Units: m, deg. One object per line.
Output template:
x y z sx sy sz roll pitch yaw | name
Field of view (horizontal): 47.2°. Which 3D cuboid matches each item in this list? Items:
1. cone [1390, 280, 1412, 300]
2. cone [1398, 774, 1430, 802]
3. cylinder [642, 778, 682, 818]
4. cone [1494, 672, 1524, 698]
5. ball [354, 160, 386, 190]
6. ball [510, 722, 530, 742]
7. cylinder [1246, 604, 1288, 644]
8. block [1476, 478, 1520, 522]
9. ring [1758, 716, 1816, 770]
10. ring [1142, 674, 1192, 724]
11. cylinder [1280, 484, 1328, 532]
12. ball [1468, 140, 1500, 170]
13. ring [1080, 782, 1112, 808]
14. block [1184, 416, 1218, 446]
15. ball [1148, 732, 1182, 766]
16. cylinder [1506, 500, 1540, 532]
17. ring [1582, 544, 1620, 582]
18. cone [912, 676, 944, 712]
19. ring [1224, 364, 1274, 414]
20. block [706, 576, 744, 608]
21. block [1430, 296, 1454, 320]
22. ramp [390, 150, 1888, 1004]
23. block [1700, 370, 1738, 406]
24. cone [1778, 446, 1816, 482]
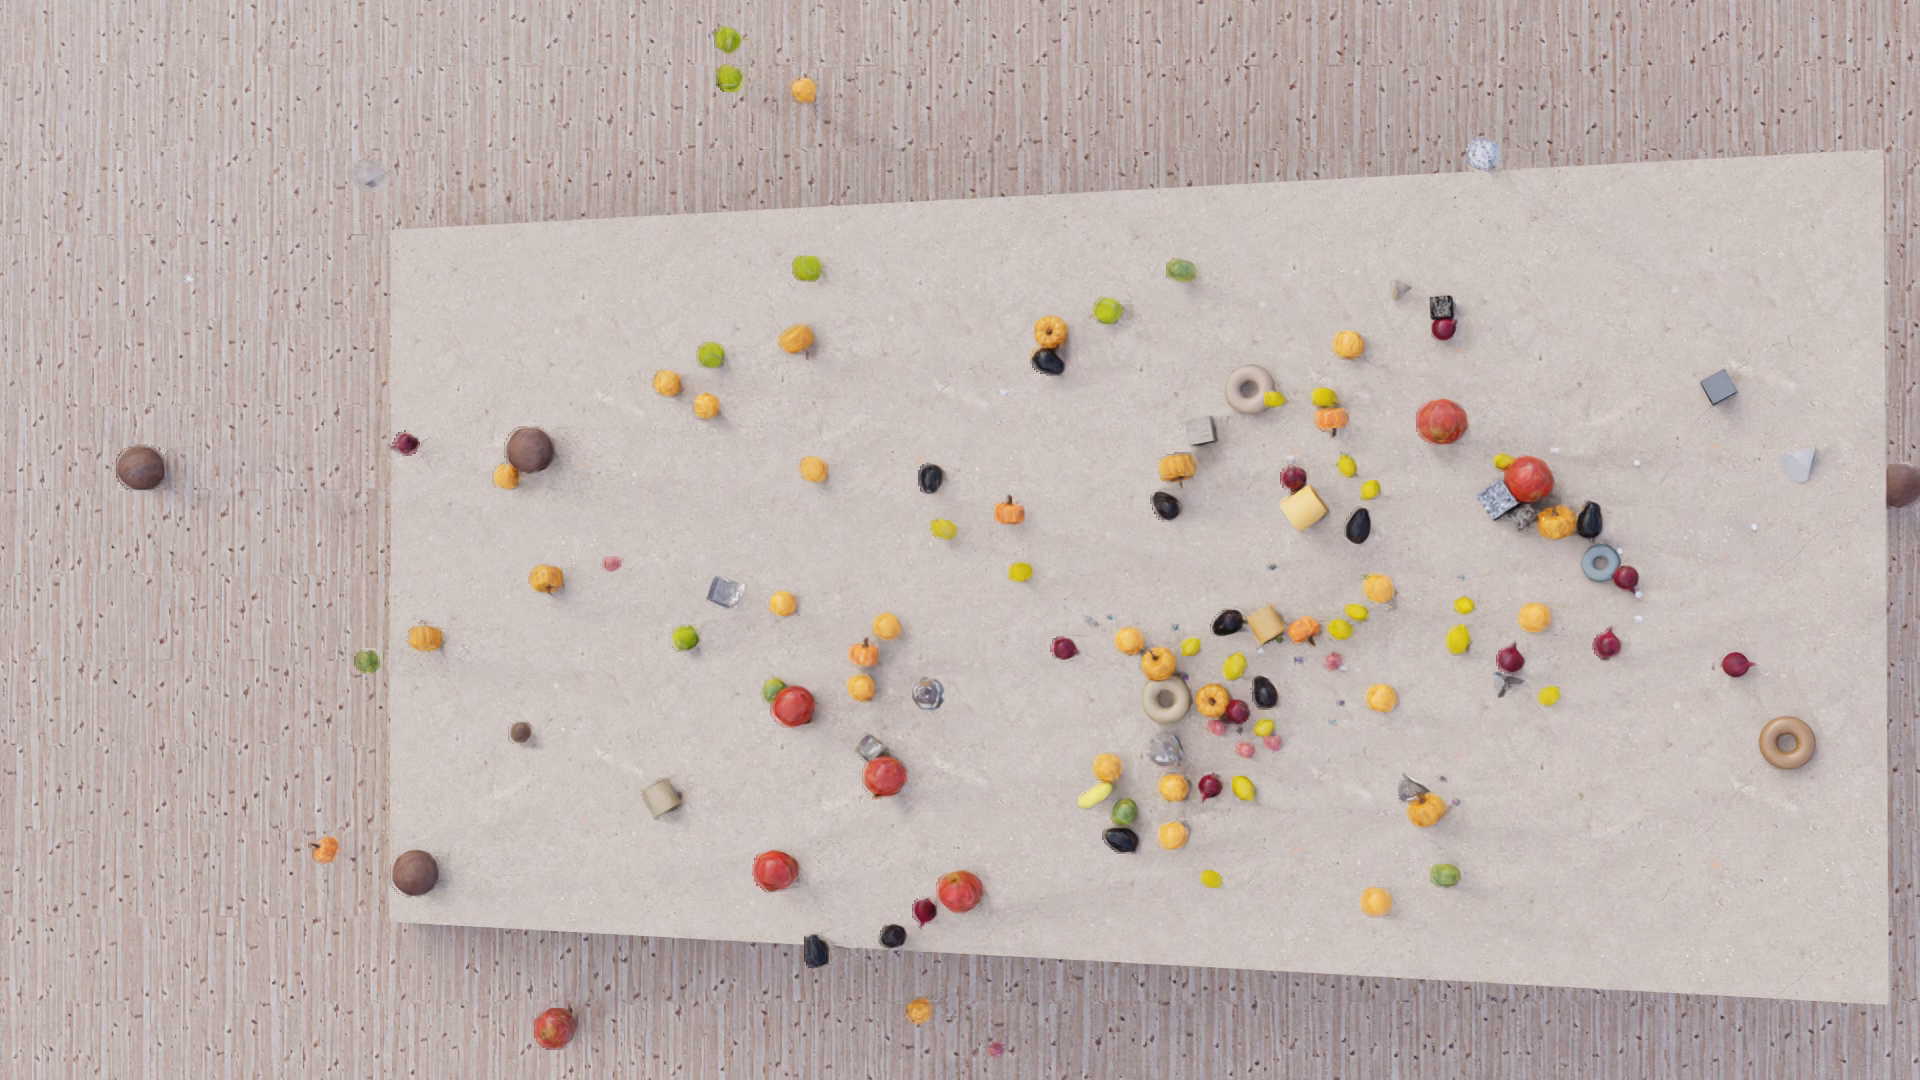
1.104 -0.627 5.478 0.051 0.051 0.051 -8 89 -9 | cone
1.133 0.617 5.447 0.072 0.072 0.072 5 89 -9 | cone
-0.817 0.710 6.039 0.080 0.080 0.080 -31 85 0 | cylinder
1.352 0.350 5.382 0.066 0.066 0.066 -8 89 -12 | cone
-1.722 -1.066 6.424 0.088 0.088 0.088 0 89 0 | ball
-1.237 0.541 6.190 0.058 0.058 0.058 0 89 0 | ball
0.773 0.213 5.543 0.077 0.077 0.077 -29 80 0 | cylinder
1.315 -0.098 5.377 0.073 0.073 0.073 -36 79 14 | block
1.950 0.478 5.183 0.127 0.042 0.127 -1 88 17 | ring
0.529 0.409 5.637 0.130 0.043 0.130 0 89 16 | ring
0.864 -0.079 5.513 0.087 0.087 0.087 -36 89 14 | cylinder
1.287 -0.945 5.402 0.076 0.076 0.076 0 89 0 | ball
0.351 0.657 5.661 0.098 0.098 0.033 -34 86 0 | ring
0.615 -0.278 5.607 0.065 0.065 0.065 -10 86 17 | block
0.524 0.536 5.613 0.086 0.086 0.086 0 89 0 | ball
1.374 -0.059 5.367 0.057 0.057 0.057 -34 89 14 | cylinder
1.551 0.056 5.322 0.092 0.031 0.092 0 89 17 | ring
-0.098 0.409 5.811 0.091 0.091 0.091 0 89 18 | cone
0.735 -0.382 5.582 0.128 0.043 0.128 0 90 17 | ring
-0.640 0.143 6.000 0.067 0.067 0.067 22 96 17 | block
1.190 -0.574 5.435 0.052 0.052 0.052 -2 89 18 | block
0.275 0.093 5.797 4.000 0.100 2.000 0 89 18 | ramp
1.805 -0.364 5.231 0.062 0.062 0.062 -30 81 15 | block
1.990 -0.197 5.182 0.084 0.084 0.084 -41 89 -14 | cone
